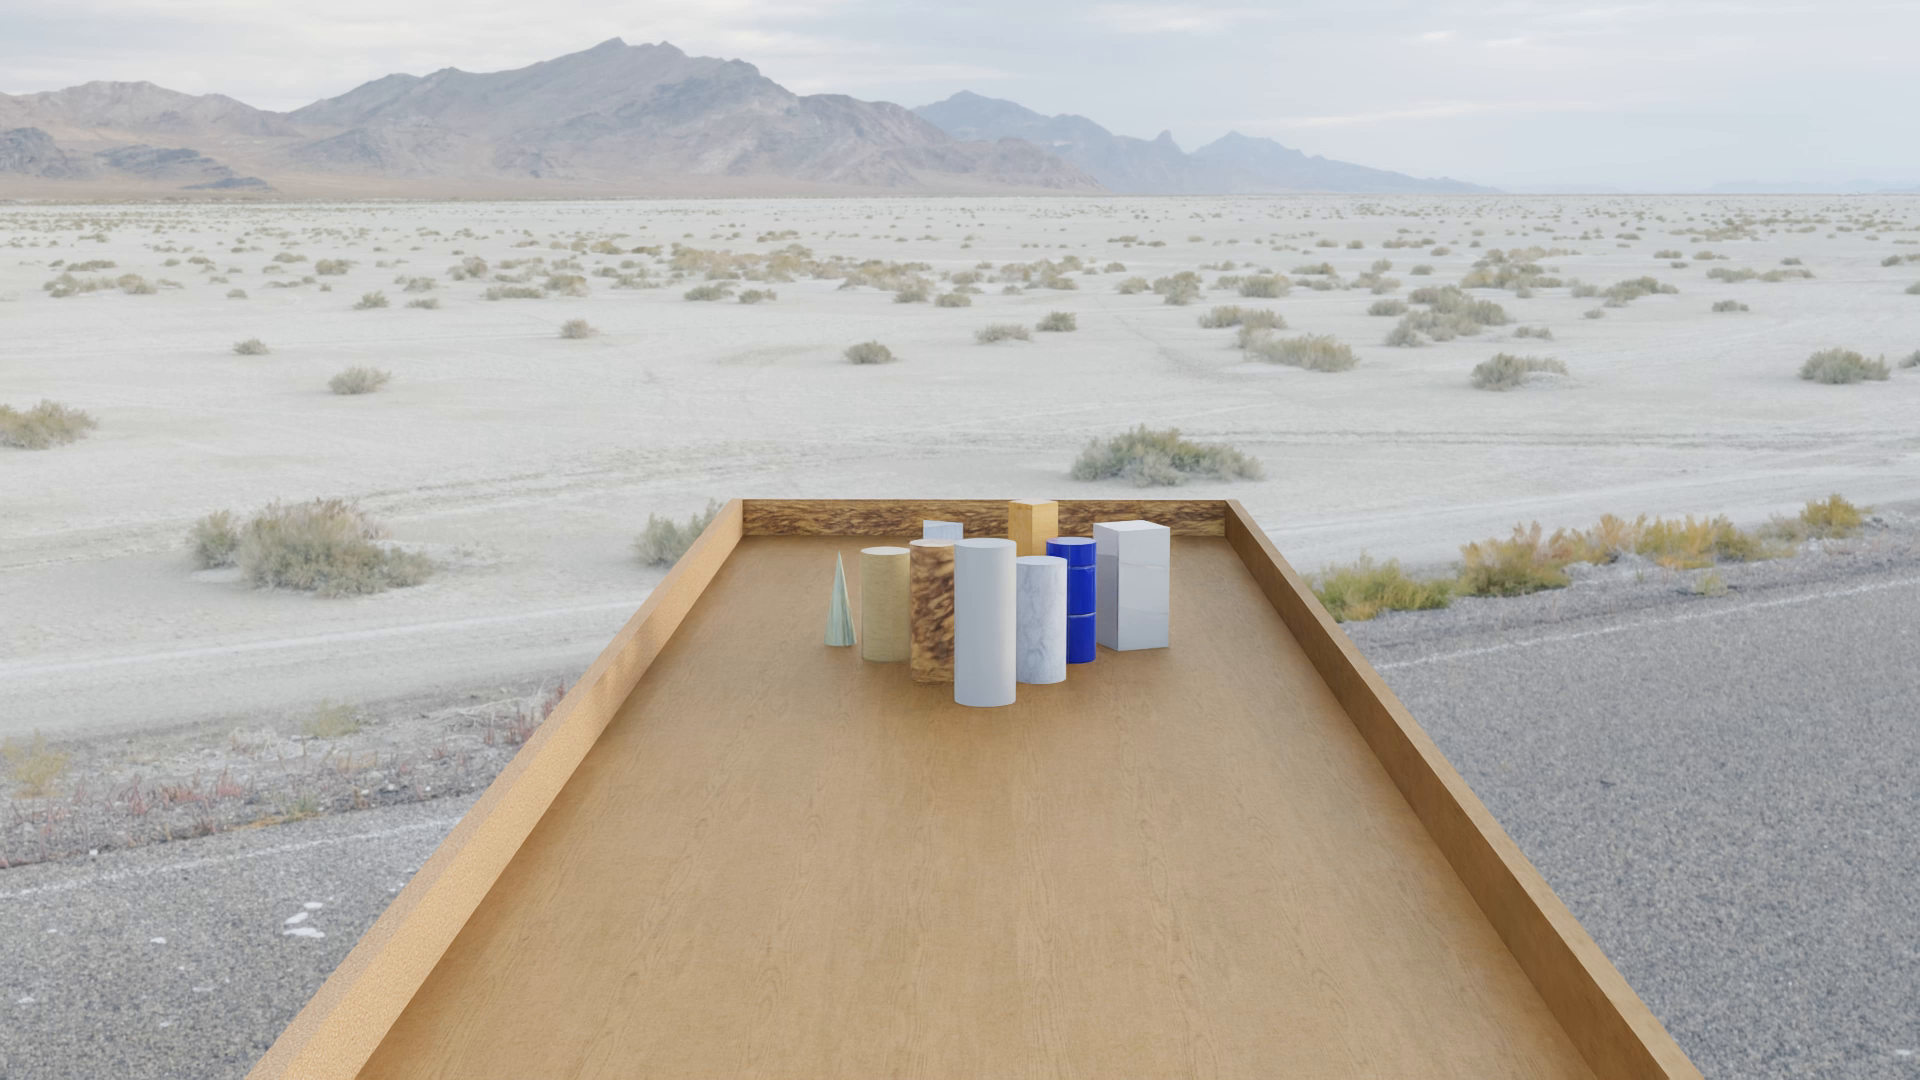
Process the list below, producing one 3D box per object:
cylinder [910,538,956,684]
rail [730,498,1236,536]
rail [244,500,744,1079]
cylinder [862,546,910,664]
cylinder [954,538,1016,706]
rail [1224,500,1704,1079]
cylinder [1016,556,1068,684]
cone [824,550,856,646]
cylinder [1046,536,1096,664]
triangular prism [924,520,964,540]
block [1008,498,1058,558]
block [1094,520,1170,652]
[{"bbox_3d":[-0.071,0.208,6.406,0.150,0.405,0.150,0,9,0],"label":"cylinder"},{"bbox_3d":[0.099,-0.098,9.147,2.100,0.150,0.050,0,9,1],"label":"rail"},{"bbox_3d":[-1.004,0.839,3.234,0.050,0.150,12.000,0,9,1],"label":"rail"},{"bbox_3d":[-0.224,0.197,6.706,0.153,0.332,0.153,0,9,0],"label":"cylinder"},{"bbox_3d":[0.071,0.228,6.143,0.173,0.446,0.173,0,9,0],"label":"cylinder"},{"bbox_3d":[1.046,0.843,3.208,0.050,0.150,12.000,0,9,1],"label":"rail"},{"bbox_3d":[0.231,0.232,6.429,0.161,0.350,0.161,0,9,0],"label":"cylinder"},{"bbox_3d":[-0.379,0.175,6.936,0.106,0.303,0.106,0,9,0],"label":"cone"},{"bbox_3d":[0.338,0.183,6.691,0.154,0.365,0.154,0,9,0],"label":"cylinder"},{"bbox_3d":[-0.081,0.134,6.941,0.139,0.382,0.121,-6,11,-32],"label":"triangular prism"},{"bbox_3d":[0.230,0.102,6.928,0.109,0.450,0.109,-8,12,-41],"label":"block"},{"bbox_3d":[0.537,0.141,6.915,0.178,0.377,0.178,-4,10,-23],"label":"block"}]
